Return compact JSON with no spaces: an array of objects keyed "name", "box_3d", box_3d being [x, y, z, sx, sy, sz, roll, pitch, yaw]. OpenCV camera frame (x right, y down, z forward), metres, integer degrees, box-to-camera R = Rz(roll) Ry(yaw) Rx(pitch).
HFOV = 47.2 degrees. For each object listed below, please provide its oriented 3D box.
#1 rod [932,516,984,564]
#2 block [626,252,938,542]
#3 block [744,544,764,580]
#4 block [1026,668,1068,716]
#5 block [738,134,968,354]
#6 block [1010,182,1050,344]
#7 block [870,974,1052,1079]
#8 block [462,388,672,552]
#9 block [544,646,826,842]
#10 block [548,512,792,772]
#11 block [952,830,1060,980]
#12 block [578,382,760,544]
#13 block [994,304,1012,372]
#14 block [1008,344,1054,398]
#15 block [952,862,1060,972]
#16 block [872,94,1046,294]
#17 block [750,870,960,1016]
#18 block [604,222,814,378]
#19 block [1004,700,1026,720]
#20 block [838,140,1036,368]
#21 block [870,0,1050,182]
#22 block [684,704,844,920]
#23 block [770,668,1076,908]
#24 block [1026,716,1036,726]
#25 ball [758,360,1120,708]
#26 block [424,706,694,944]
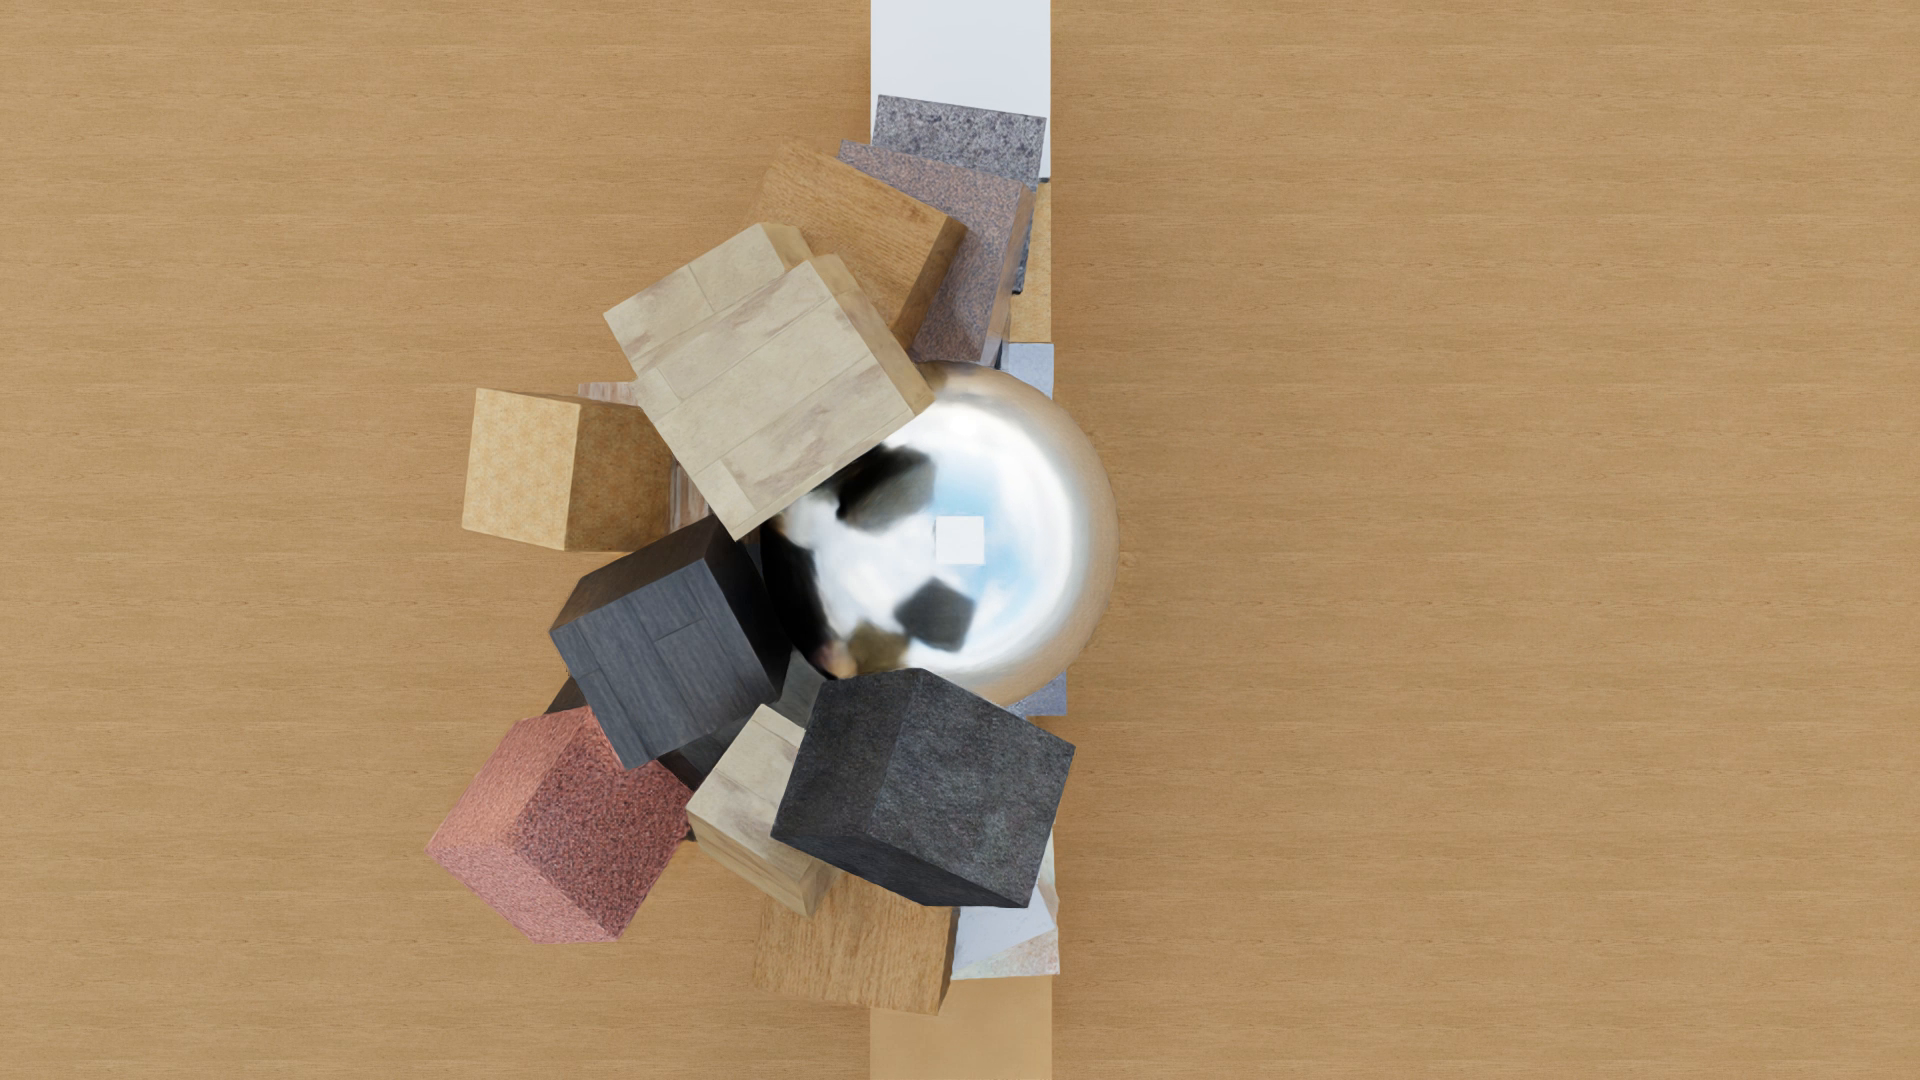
[{"name":"rod","box_3d":[-0.039,0.000,6.358,0.080,5.200,0.080,0,90,-1]},{"name":"block","box_3d":[-0.672,-0.570,8.543,0.842,0.671,0.709,-34,94,10]},{"name":"block","box_3d":[-0.618,0.023,11.408,0.940,1.127,1.034,3,91,37]},{"name":"block","box_3d":[0.013,0.406,12.537,1.155,0.926,1.113,0,90,0]},{"name":"block","box_3d":[-0.524,-1.285,9.975,0.798,0.825,0.744,27,97,4]},{"name":"block","box_3d":[0.004,-1.534,12.575,0.996,0.849,0.880,0,90,0]},{"name":"block","box_3d":[0.007,2.408,12.538,0.998,0.925,1.113,0,90,0]},{"name":"block","box_3d":[-1.816,-0.323,10.232,0.693,0.615,0.656,11,96,36]},{"name":"block","box_3d":[-1.299,0.877,10.892,0.921,0.942,0.854,52,54,-32]},{"name":"block","box_3d":[-1.239,0.421,9.629,0.733,0.840,0.691,-25,104,7]},{"name":"block","box_3d":[0.007,1.770,11.597,0.948,0.964,0.928,-3,88,0]},{"name":"block","box_3d":[-1.268,-0.366,10.705,0.888,0.792,0.746,2,90,37]},{"name":"block","box_3d":[-0.135,-0.888,11.626,0.736,0.810,0.822,3,90,4]},{"name":"block","box_3d":[-0.002,-0.620,12.527,1.024,0.946,0.924,1,90,0]},{"name":"block","box_3d":[-0.119,1.579,10.609,0.904,0.976,0.871,-24,87,3]},{"name":"block","box_3d":[-0.046,-1.803,11.607,0.862,0.868,0.885,8,95,-1]},{"name":"block","box_3d":[-0.411,1.567,9.732,0.801,0.811,0.818,8,89,4]},{"name":"block","box_3d":[-0.914,-0.841,9.266,0.751,0.746,0.688,-29,92,10]},{"name":"block","box_3d":[-0.032,0.927,11.643,0.742,0.860,0.702,-2,91,0]},{"name":"block","box_3d":[-0.206,-1.317,10.767,0.881,0.816,1.024,14,96,5]},{"name":"block","box_3d":[0.004,-2.475,12.513,0.981,0.974,0.980,0,90,0]},{"name":"block","box_3d":[-0.717,1.122,9.032,0.551,0.581,0.529,30,69,14]},{"name":"block","box_3d":[-0.145,0.970,8.482,0.760,0.722,0.653,29,68,-27]},{"name":"block","box_3d":[-0.019,1.407,12.591,0.880,0.819,0.868,0,90,0]},{"name":"ball","box_3d":[-0.089,0.000,9.757,1.600,1.600,1.600,0,90,0]},{"name":"block","box_3d":[-1.879,1.364,10.458,0.748,0.797,0.794,46,56,-23]}]
